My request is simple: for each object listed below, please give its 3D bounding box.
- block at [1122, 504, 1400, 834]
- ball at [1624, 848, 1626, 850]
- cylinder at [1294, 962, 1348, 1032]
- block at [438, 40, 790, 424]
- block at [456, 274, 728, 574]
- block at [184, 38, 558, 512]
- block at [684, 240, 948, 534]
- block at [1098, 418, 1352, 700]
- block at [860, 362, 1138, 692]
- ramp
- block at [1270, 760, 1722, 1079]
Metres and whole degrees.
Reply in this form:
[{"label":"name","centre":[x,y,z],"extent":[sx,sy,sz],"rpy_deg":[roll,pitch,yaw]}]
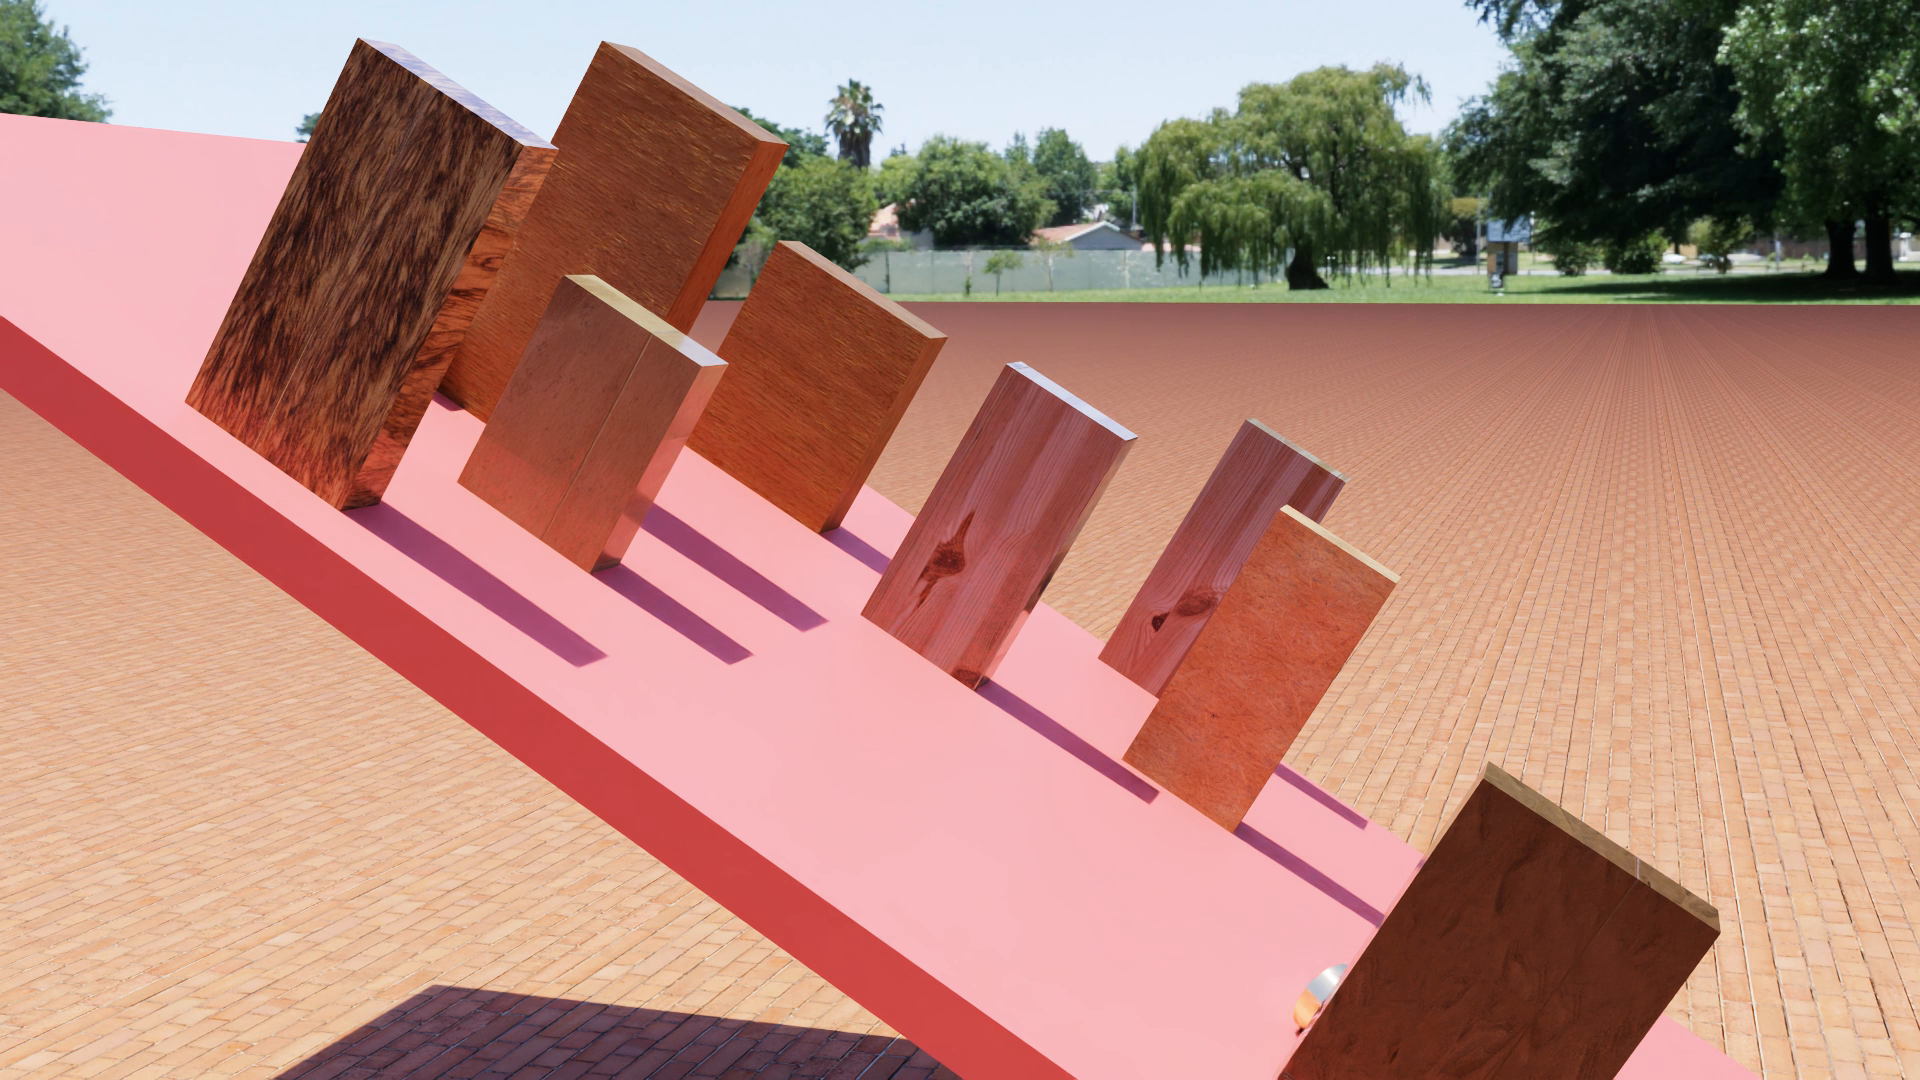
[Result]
[{"label":"block","centre":[0.583,0.252,4.283],"extent":[0.260,0.590,0.089],"rpy_deg":[34,15,11]},{"label":"ball","centre":[1.900,0.981,6.459],"extent":[0.185,0.185,0.185],"rpy_deg":[0,7,0]},{"label":"cylinder","centre":[0.634,0.779,3.540],"extent":[0.138,0.138,0.138],"rpy_deg":[-5,34,-34]},{"label":"block","centre":[-0.659,-0.509,4.093],"extent":[0.357,0.730,0.142],"rpy_deg":[34,15,11]},{"label":"block","centre":[-0.629,-0.199,3.756],"extent":[0.290,0.413,0.113],"rpy_deg":[34,15,11]},{"label":"block","centre":[-0.918,-0.407,3.412],"extent":[0.320,0.647,0.111],"rpy_deg":[34,15,11]},{"label":"block","centre":[-0.319,-0.323,4.638],"extent":[0.386,0.480,0.126],"rpy_deg":[34,15,11]},{"label":"block","centre":[0.574,0.065,4.812],"extent":[0.253,0.626,0.087],"rpy_deg":[34,15,11]},{"label":"block","centre":[0.072,-0.026,4.239],"extent":[0.270,0.573,0.107],"rpy_deg":[34,15,11]},{"label":"ramp","centre":[-0.166,0.273,4.119],"extent":[4.000,0.100,2.000],"rpy_deg":[34,15,11]},{"label":"block","centre":[0.746,0.680,3.152],"extent":[0.374,0.611,0.117],"rpy_deg":[34,15,11]}]
